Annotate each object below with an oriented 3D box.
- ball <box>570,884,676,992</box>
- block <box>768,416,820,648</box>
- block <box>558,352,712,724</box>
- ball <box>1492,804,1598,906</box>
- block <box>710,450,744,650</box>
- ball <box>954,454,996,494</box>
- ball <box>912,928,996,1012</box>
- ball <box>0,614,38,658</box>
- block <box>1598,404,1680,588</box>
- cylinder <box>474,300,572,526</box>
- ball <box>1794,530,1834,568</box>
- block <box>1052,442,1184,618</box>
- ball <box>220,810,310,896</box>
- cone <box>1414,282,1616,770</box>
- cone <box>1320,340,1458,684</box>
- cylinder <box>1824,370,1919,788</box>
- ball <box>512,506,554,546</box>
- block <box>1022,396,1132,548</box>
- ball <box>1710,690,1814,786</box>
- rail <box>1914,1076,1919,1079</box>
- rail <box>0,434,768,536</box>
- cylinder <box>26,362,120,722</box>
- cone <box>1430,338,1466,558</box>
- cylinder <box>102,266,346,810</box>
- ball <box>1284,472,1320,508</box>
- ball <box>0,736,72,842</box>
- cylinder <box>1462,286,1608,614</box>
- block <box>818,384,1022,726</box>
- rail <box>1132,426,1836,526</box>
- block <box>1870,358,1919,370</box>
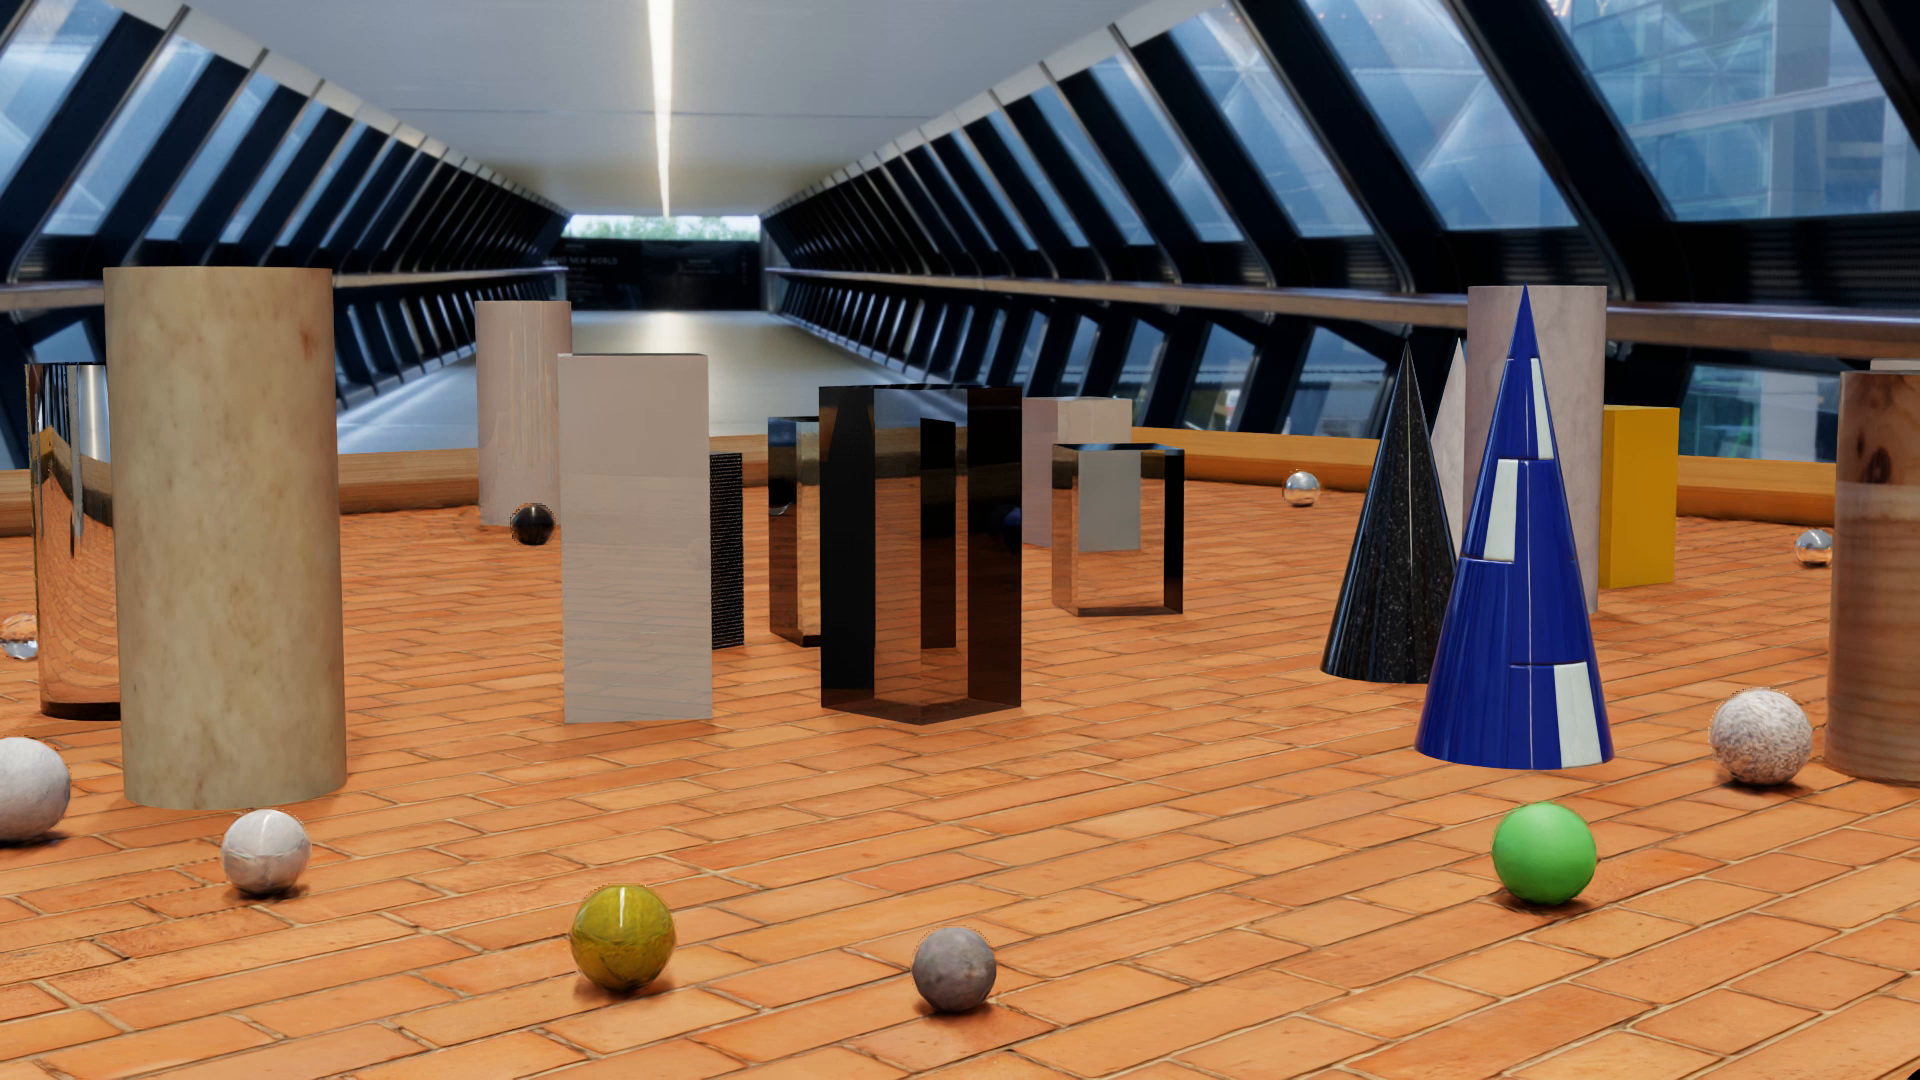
[{"bbox_3d":[-0.222,0.261,1.446,0.069,0.069,0.069,0,6,0],"label":"ball"},{"bbox_3d":[-0.162,-0.016,3.005,0.160,0.299,0.160,-2,6,-21],"label":"block"},{"bbox_3d":[-0.364,-0.008,2.455,0.160,0.397,0.160,-1,6,-10],"label":"block"},{"bbox_3d":[0.439,0.236,1.653,0.076,0.076,0.076,0,6,0],"label":"ball"},{"bbox_3d":[-0.401,0.014,2.919,0.160,0.258,0.160,5,8,39],"label":"block"},{"bbox_3d":[0.035,-0.160,5.344,0.100,0.100,0.100,0,6,0],"label":"ball"},{"bbox_3d":[-0.003,0.274,1.402,0.054,0.054,0.054,0,6,0],"label":"ball"},{"bbox_3d":[-1.204,0.124,2.826,0.058,0.058,0.058,0,6,0],"label":"ball"},{"bbox_3d":[1.067,-0.076,3.636,0.160,0.287,0.160,-4,7,-34],"label":"block"},{"bbox_3d":[-0.916,-0.270,4.636,0.200,0.466,0.200,0,6,0],"label":"cylinder"},{"bbox_3d":[1.491,0.015,3.834,0.066,0.066,0.066,0,6,0],"label":"ball"},{"bbox_3d":[0.234,-0.018,3.288,0.160,0.244,0.160,-1,6,-11],"label":"block"},{"bbox_3d":[-0.531,0.239,1.682,0.065,0.065,0.065,0,6,0],"label":"ball"},{"bbox_3d":[0.564,-0.023,2.216,0.200,0.476,0.200,0,6,0],"label":"cone"},{"bbox_3d":[0.548,-0.043,2.714,0.200,0.412,0.200,0,6,0],"label":"cone"},{"bbox_3d":[0.948,0.032,2.121,0.200,0.386,0.200,0,6,0],"label":"cylinder"},{"bbox_3d":[-0.808,-0.027,4.168,0.079,0.079,0.079,0,6,0],"label":"ball"},{"bbox_3d":[0.219,-0.132,4.213,0.160,0.278,0.160,-3,7,-26],"label":"block"},{"bbox_3d":[0.754,0.186,2.067,0.090,0.090,0.090,0,6,0],"label":"ball"},{"bbox_3d":[1.367,0.187,1.858,4.327,0.130,0.045,-5,8,-42],"label":"rail"},{"bbox_3d":[-1.367,-0.120,4.805,4.327,0.130,0.045,-5,8,-42],"label":"rail"},{"bbox_3d":[-0.935,-0.005,2.474,0.200,0.387,0.200,0,6,0],"label":"cylinder"},{"bbox_3d":[0.904,-0.170,4.005,0.200,0.398,0.200,0,6,0],"label":"cone"},{"bbox_3d":[-0.679,-0.009,2.042,0.200,0.483,0.200,0,6,0],"label":"cylinder"},{"bbox_3d":[0.780,-0.115,5.009,0.081,0.081,0.081,0,6,0],"label":"ball"},{"bbox_3d":[-0.795,0.210,1.849,0.088,0.088,0.088,0,6,0],"label":"ball"},{"bbox_3d":[0.855,-0.136,3.282,0.200,0.481,0.200,0,6,0],"label":"cylinder"},{"bbox_3d":[-0.044,0.009,2.462,0.160,0.361,0.160,6,8,44],"label":"block"},{"bbox_3d":[1.573,-0.116,4.775,0.045,0.130,4.079,-5,8,-42],"label":"rail"},{"bbox_3d":[1.186,-0.025,2.671,0.160,0.386,0.160,3,6,24],"label":"block"}]
